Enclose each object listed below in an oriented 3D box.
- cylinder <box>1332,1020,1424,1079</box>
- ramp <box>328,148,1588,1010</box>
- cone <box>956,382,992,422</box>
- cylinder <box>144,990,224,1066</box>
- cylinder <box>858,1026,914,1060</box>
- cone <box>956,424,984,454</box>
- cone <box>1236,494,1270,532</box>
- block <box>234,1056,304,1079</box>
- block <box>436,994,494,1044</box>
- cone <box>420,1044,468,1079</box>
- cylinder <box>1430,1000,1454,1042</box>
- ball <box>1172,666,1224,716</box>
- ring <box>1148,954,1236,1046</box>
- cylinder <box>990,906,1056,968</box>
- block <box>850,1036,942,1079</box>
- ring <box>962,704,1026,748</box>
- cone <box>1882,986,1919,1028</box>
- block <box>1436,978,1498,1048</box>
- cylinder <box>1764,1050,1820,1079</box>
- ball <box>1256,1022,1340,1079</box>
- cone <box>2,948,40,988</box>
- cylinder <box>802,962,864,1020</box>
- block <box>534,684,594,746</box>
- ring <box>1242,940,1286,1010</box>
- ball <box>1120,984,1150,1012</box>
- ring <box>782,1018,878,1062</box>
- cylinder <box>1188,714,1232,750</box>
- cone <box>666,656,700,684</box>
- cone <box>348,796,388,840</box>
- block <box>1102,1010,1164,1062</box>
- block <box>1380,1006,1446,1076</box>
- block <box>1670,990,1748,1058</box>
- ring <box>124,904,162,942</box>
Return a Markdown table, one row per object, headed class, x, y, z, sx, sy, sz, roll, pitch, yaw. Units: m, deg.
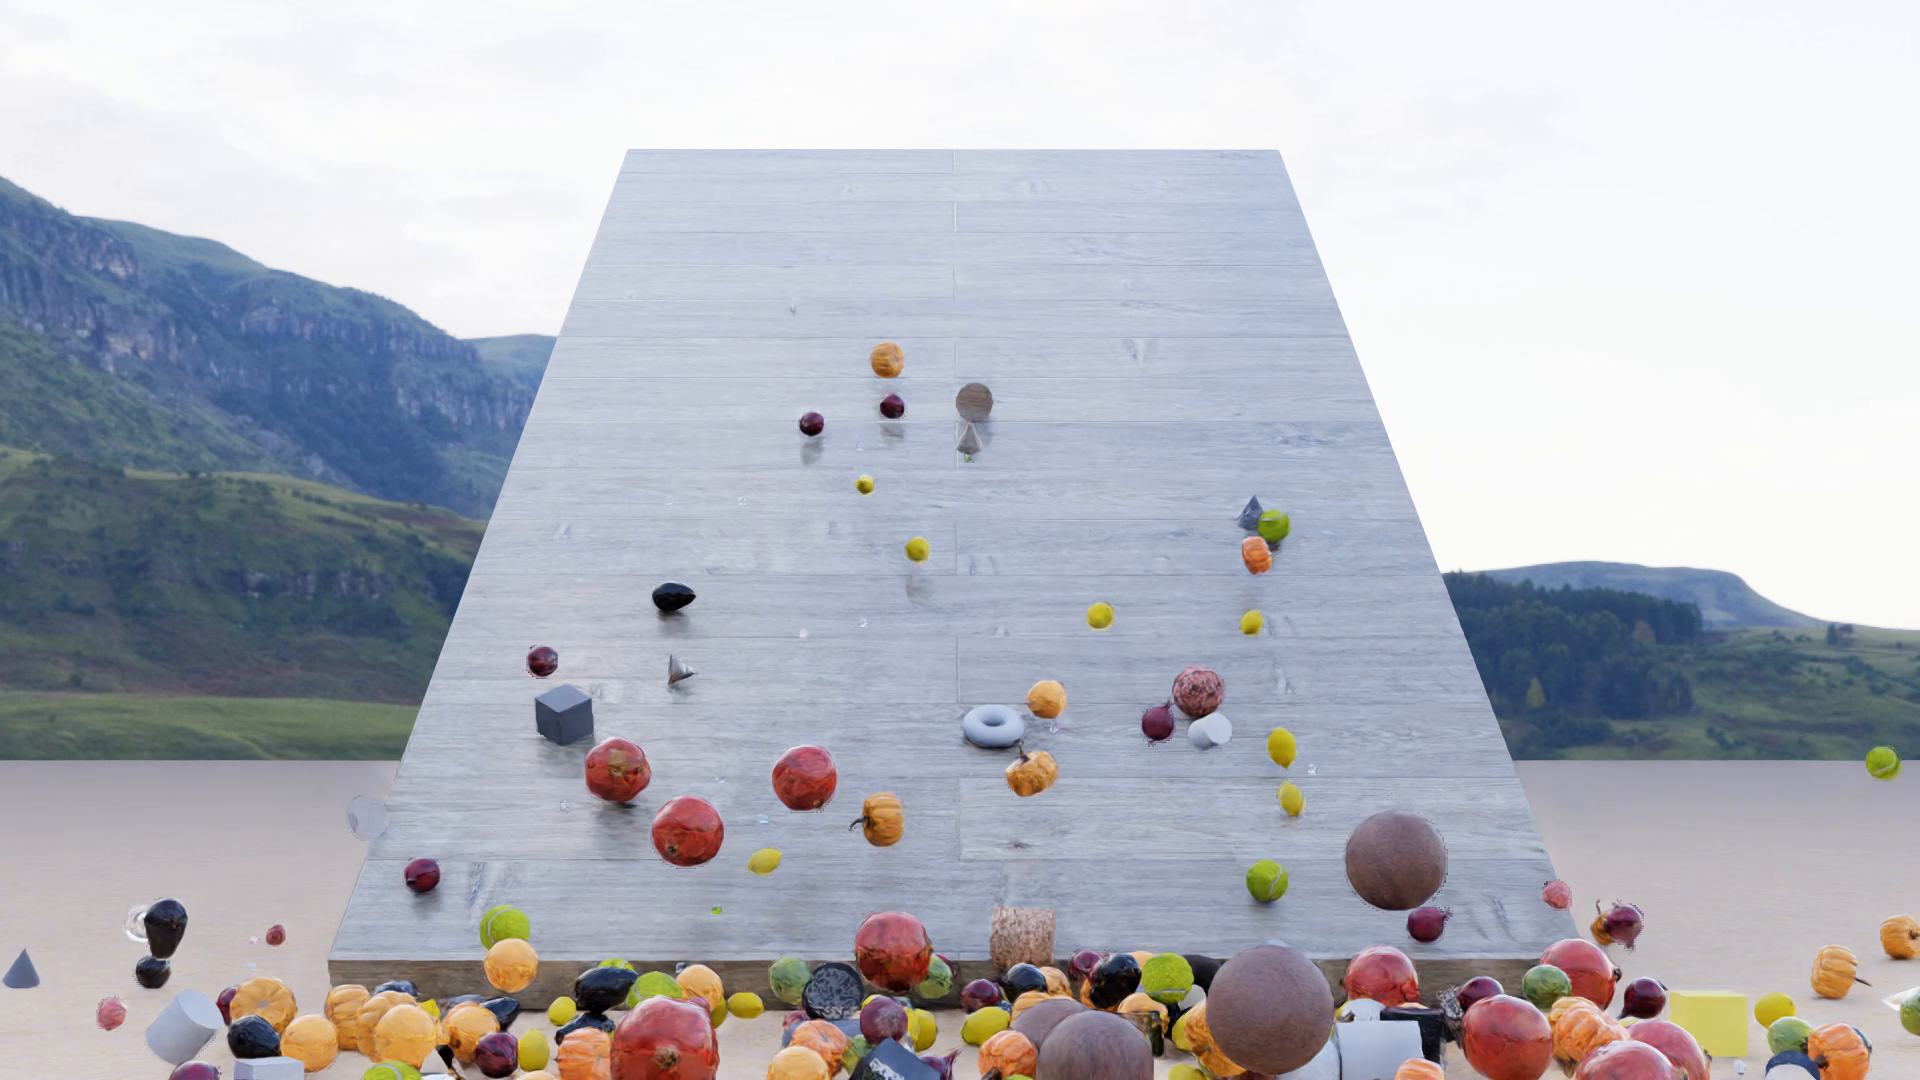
| class | x | y | z | sx | sy | sz | roll | pitch | yaw |
| --- | --- | --- | --- | --- | --- | --- | --- | --- | --- |
| cylinder | 0.490 | 0.613 | 2.797 | 0.094 | 0.094 | 0.094 | -2 | -5 | 2 |
| ramp | -0.011 | -0.223 | 5.572 | 2.000 | 0.100 | 4.000 | 0 | 28 | 0 |
| cone | 0.050 | -0.321 | 5.606 | 0.092 | 0.092 | 0.092 | -2 | -1 | 20 |
| cylinder | -1.013 | 0.637 | 3.113 | 0.070 | 0.070 | 0.070 | 41 | 9 | -8 |
| cylinder | -0.097 | 0.661 | 3.103 | 0.053 | 0.053 | 0.053 | 4 | -7 | -35 |
| cone | 0.023 | -0.240 | 5.426 | 0.065 | 0.065 | 0.065 | 0 | 28 | 0 |
| cone | 0.627 | -0.067 | 5.096 | 0.071 | 0.071 | 0.071 | 0 | 28 | 0 |
| block | -0.791 | 0.626 | 2.726 | 0.059 | 0.059 | 0.059 | 4 | -6 | -37 |
| block | -0.711 | 0.688 | 3.425 | 0.058 | 0.058 | 0.058 | 1 | -5 | -44 |
| cone | -0.628 | 0.662 | 2.951 | 0.057 | 0.057 | 0.057 | -5 | -34 | 41 |
| cylinder | 0.697 | 0.690 | 3.419 | 0.056 | 0.056 | 0.056 | -1 | -5 | 12 |
| ball | 0.440 | 0.280 | 4.412 | 0.095 | 0.095 | 0.095 | 0 | -5 | 0 |
| ring | 0.327 | 0.647 | 3.353 | 0.128 | 0.128 | 0.043 | 1 | -14 | -11 |
| cylinder | 0.100 | 0.625 | 3.750 | 0.092 | 0.092 | 0.092 | 2 | -5 | 8 |
| block | -0.076 | 0.577 | 2.481 | 0.071 | 0.071 | 0.071 | 33 | 20 | 15 |
| ring | 0.063 | 0.340 | 4.356 | 0.116 | 0.039 | 0.116 | 1 | 27 | 0 |
| cone | 1.415 | 0.696 | 3.579 | 0.066 | 0.066 | 0.066 | 5 | -3 | -43 |
| block | 0.707 | 0.661 | 3.326 | 0.057 | 0.057 | 0.057 | -21 | 31 | 5 |
| cylinder | 0.926 | 0.607 | 2.656 | 0.057 | 0.057 | 0.057 | -1 | -36 | 14 |
| ball | 0.394 | 0.611 | 2.773 | 0.096 | 0.096 | 0.096 | 0 | -5 | 0 |
| cone | -1.645 | 0.745 | 4.183 | 0.064 | 0.064 | 0.064 | 10 | 13 | -2 |
| cylinder | -0.177 | 0.632 | 3.312 | 0.078 | 0.078 | 0.078 | 1 | -19 | -9 |
| block | -0.722 | 0.319 | 4.353 | 0.073 | 0.073 | 0.073 | -25 | 37 | -39 |
| ring | 0.452 | 0.646 | 3.542 | 0.038 | 0.113 | 0.113 | 25 | -1 | 10 |
| ball | 0.269 | 0.690 | 3.506 | 0.070 | 0.070 | 0.070 | 0 | -5 | 0 |
| ring | -0.171 | 0.677 | 3.229 | 0.141 | 0.047 | 0.141 | 0 | -5 | 0 |
| cylinder | 0.419 | 0.321 | 3.991 | 0.053 | 0.053 | 0.053 | 3 | -17 | -26 |
| cone | -0.522 | 0.249 | 4.516 | 0.057 | 0.057 | 0.057 | 8 | -7 | -15 |
| cone | -1.001 | 0.473 | 4.103 | 0.075 | 0.075 | 0.075 | -1 | 1 | 13 |
| block | 0.231 | 0.663 | 3.184 | 0.061 | 0.061 | 0.061 | -9 | -8 | 25 |
| block | 0.588 | 0.650 | 3.093 | 0.077 | 0.077 | 0.077 | -2 | -5 | 17 |
| block | 1.026 | 0.663 | 3.267 | 0.081 | 0.081 | 0.081 | 0 | -5 | 0 |
| ring | -1.782 | 0.837 | 5.204 | 0.083 | 0.083 | 0.028 | 4 | -5 | -38 |
